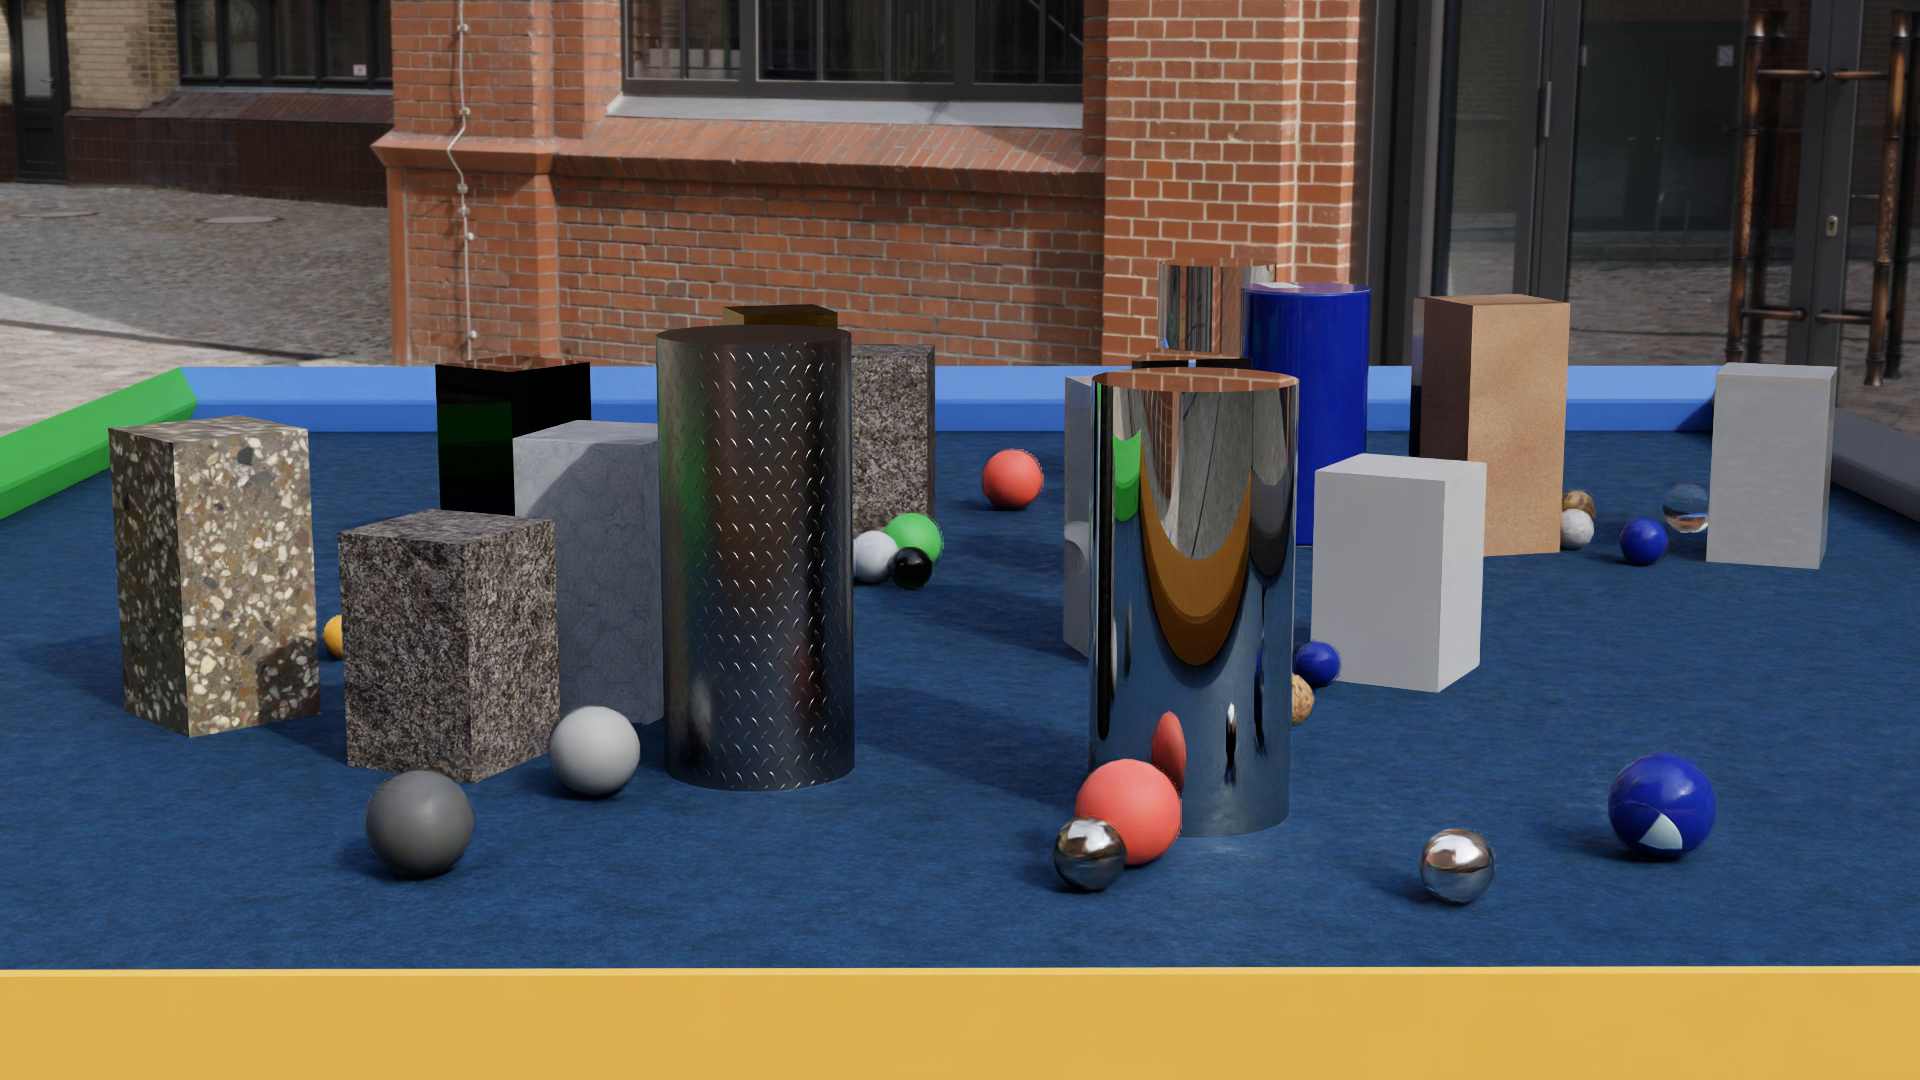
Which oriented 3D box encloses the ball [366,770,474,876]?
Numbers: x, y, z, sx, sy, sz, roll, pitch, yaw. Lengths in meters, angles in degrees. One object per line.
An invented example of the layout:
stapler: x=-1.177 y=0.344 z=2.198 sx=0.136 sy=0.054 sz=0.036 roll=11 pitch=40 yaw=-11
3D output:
ball: x=-0.491 y=0.257 z=2.334 sx=0.097 sy=0.097 sz=0.097 roll=0 pitch=10 yaw=0

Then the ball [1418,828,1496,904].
ball: x=0.437 y=0.287 z=2.259 sx=0.066 sy=0.066 sz=0.066 roll=0 pitch=10 yaw=0

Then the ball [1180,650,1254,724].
ball: x=0.288 y=0.165 z=2.871 sx=0.083 sy=0.083 sz=0.083 roll=0 pitch=10 yaw=0

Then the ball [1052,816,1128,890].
ball: x=0.116 y=0.280 z=2.294 sx=0.067 sy=0.067 sz=0.067 roll=0 pitch=10 yaw=0

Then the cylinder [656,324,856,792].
cylinder: x=-0.211 y=0.014 z=2.665 sx=0.200 sy=0.456 sz=0.200 roll=0 pitch=10 yaw=0

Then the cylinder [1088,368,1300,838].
cylinder: x=0.227 y=0.056 z=2.511 sx=0.200 sy=0.429 sz=0.200 roll=0 pitch=10 yaw=0

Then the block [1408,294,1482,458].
block: x=0.865 y=-0.230 z=4.289 sx=0.160 sy=0.344 sz=0.160 roll=-4 pitch=11 yaw=-22

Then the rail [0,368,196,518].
rail: x=-1.535 y=0.035 z=3.440 sx=0.045 sy=0.130 sz=3.503 roll=0 pitch=10 yaw=0

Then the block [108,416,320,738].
block: x=-0.841 y=0.036 z=2.897 sx=0.160 sy=0.327 sz=0.160 roll=-9 pitch=14 yaw=-42

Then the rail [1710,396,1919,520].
rail: x=1.535 y=0.032 z=3.457 sx=0.045 sy=0.130 sz=3.503 roll=0 pitch=10 yaw=0

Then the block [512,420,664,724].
block: x=-0.399 y=0.033 z=2.944 sx=0.160 sy=0.316 sz=0.160 roll=3 pitch=11 yaw=18

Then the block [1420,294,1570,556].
block: x=0.811 y=-0.177 z=3.912 sx=0.160 sy=0.378 sz=0.160 roll=-3 pitch=11 yaw=-16

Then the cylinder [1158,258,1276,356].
cylinder: x=0.438 y=-0.276 z=4.395 sx=0.200 sy=0.397 sz=0.200 roll=0 pitch=10 yaw=0

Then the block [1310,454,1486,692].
block: x=0.531 y=0.036 z=3.103 sx=0.160 sy=0.252 sz=0.160 roll=6 pitch=12 yaw=28

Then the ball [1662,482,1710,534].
ball: x=1.150 y=-0.051 z=4.044 sx=0.082 sy=0.082 sz=0.082 roll=0 pitch=10 yaw=0

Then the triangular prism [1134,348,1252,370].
triangular prism: x=0.306 y=-0.103 z=3.651 sx=0.173 sy=0.326 sz=0.150 roll=-3 pitch=11 yaw=-13

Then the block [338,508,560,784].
block: x=-0.539 y=0.108 z=2.719 sx=0.160 sy=0.250 sz=0.160 roll=5 pitch=12 yaw=25

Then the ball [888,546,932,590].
ball: x=-0.069 y=0.040 z=3.608 sx=0.062 sy=0.062 sz=0.062 roll=0 pitch=10 yaw=0

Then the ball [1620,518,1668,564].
ball: x=1.011 y=0.002 z=3.793 sx=0.070 sy=0.070 sz=0.070 roll=0 pitch=10 yaw=0

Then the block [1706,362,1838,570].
block: x=1.214 y=-0.114 z=3.836 sx=0.160 sy=0.281 sz=0.160 roll=4 pitch=11 yaw=22

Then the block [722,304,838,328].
block: x=-0.305 y=-0.231 z=4.359 sx=0.160 sy=0.321 sz=0.160 roll=-3 pitch=11 yaw=-18

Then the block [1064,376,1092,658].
block: x=0.230 y=-0.028 z=3.208 sx=0.160 sy=0.341 sz=0.160 roll=-3 pitch=11 yaw=-15

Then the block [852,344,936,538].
block: x=-0.123 y=-0.132 z=3.859 sx=0.160 sy=0.309 sz=0.160 roll=1 pitch=10 yaw=4

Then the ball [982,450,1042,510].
ball: x=0.085 y=-0.100 z=4.258 sx=0.100 sy=0.100 sz=0.100 roll=0 pitch=10 yaw=0

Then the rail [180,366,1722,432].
rail: x=-0.010 y=-0.281 z=5.148 sx=3.116 sy=0.130 sz=0.045 roll=0 pitch=10 yaw=0

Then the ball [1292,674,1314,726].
ball: x=0.364 y=0.178 z=2.864 sx=0.060 sy=0.060 sz=0.060 roll=0 pitch=10 yaw=0

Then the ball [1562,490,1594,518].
ball: x=0.985 y=-0.050 z=4.101 sx=0.059 sy=0.059 sz=0.059 roll=0 pitch=10 yaw=0

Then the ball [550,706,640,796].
ball: x=-0.369 y=0.213 z=2.589 sx=0.091 sy=0.091 sz=0.091 roll=0 pitch=10 yaw=0

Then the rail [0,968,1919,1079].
rail: x=0.010 y=0.347 z=1.750 sx=3.116 sy=0.130 sz=0.045 roll=0 pitch=10 yaw=0

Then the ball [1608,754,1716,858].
ball: x=0.653 y=0.247 z=2.385 sx=0.098 sy=0.098 sz=0.098 roll=0 pitch=10 yaw=0

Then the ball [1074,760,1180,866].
ball: x=0.155 y=0.251 z=2.365 sx=0.098 sy=0.098 sz=0.098 roll=0 pitch=10 yaw=0

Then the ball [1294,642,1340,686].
ball: x=0.424 y=0.147 z=3.050 sx=0.054 sy=0.054 sz=0.054 roll=0 pitch=10 yaw=0

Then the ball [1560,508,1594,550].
ball: x=0.936 y=-0.017 z=3.915 sx=0.062 sy=0.062 sz=0.062 roll=0 pitch=10 yaw=0

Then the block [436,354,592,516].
block: x=-0.662 y=-0.118 z=3.825 sx=0.160 sy=0.293 sz=0.160 roll=8 pitch=13 yaw=36

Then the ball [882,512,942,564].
ball: x=-0.071 y=0.005 z=3.722 sx=0.089 sy=0.089 sz=0.089 roll=0 pitch=10 yaw=0

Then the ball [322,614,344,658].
ball: x=-0.763 y=0.120 z=3.189 sx=0.057 sy=0.057 sz=0.057 roll=0 pitch=10 yaw=0

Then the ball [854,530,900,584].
ball: x=-0.122 y=0.025 z=3.650 sx=0.076 sy=0.076 sz=0.076 roll=0 pitch=10 yaw=0

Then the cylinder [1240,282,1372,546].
cylinder: x=0.534 y=-0.199 z=3.998 sx=0.200 sy=0.389 sz=0.200 roll=0 pitch=10 yaw=0
